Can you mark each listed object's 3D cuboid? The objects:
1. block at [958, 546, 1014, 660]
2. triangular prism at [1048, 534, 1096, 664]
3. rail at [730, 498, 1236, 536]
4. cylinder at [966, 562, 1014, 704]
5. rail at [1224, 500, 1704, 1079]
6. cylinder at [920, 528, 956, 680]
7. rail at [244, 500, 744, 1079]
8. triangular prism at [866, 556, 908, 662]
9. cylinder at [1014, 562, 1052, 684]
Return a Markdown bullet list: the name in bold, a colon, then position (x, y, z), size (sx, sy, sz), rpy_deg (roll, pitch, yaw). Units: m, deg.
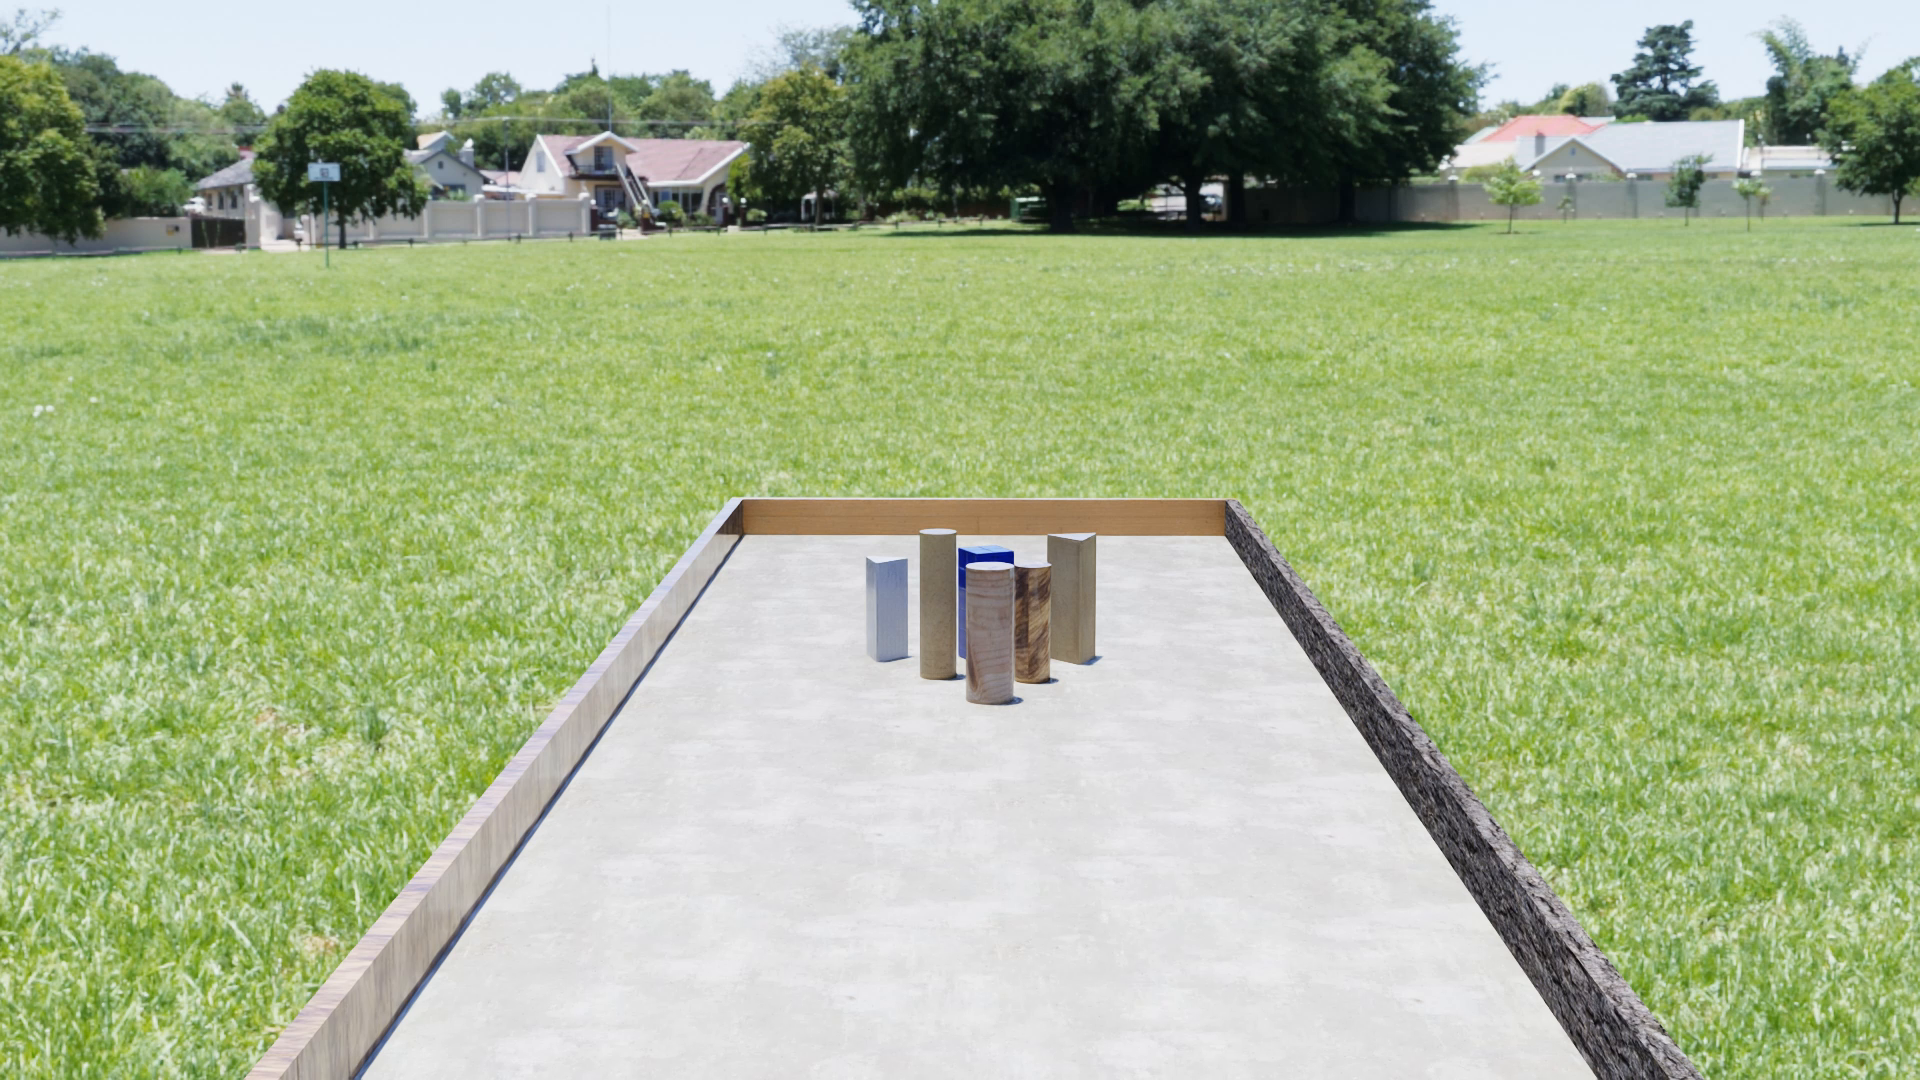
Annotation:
- **block**: position (0.079, 0.195, 6.700), size (0.128, 0.337, 0.128), rpy_deg (-4, 10, -25)
- **triangular prism**: position (0.364, 0.174, 6.698), size (0.131, 0.381, 0.151), rpy_deg (-7, 12, -39)
- **rail**: position (0.099, -0.098, 9.147), size (2.100, 0.150, 0.050), rpy_deg (0, 9, 1)
- **cylinder**: position (0.084, 0.260, 6.151), size (0.135, 0.381, 0.135), rpy_deg (0, 9, 0)
- **rail**: position (1.046, 0.843, 3.208), size (0.050, 0.150, 12.000), rpy_deg (0, 9, 1)
- **cylinder**: position (-0.064, 0.188, 6.445), size (0.109, 0.431, 0.109), rpy_deg (0, 9, 0)
- **rail**: position (-1.004, 0.839, 3.234), size (0.050, 0.150, 12.000), rpy_deg (0, 9, 1)
- **triangular prism**: position (-0.246, 0.207, 6.729), size (0.113, 0.306, 0.130), rpy_deg (8, 12, 42)
- **cylinder**: position (0.210, 0.240, 6.402), size (0.107, 0.342, 0.107), rpy_deg (0, 9, 0)
